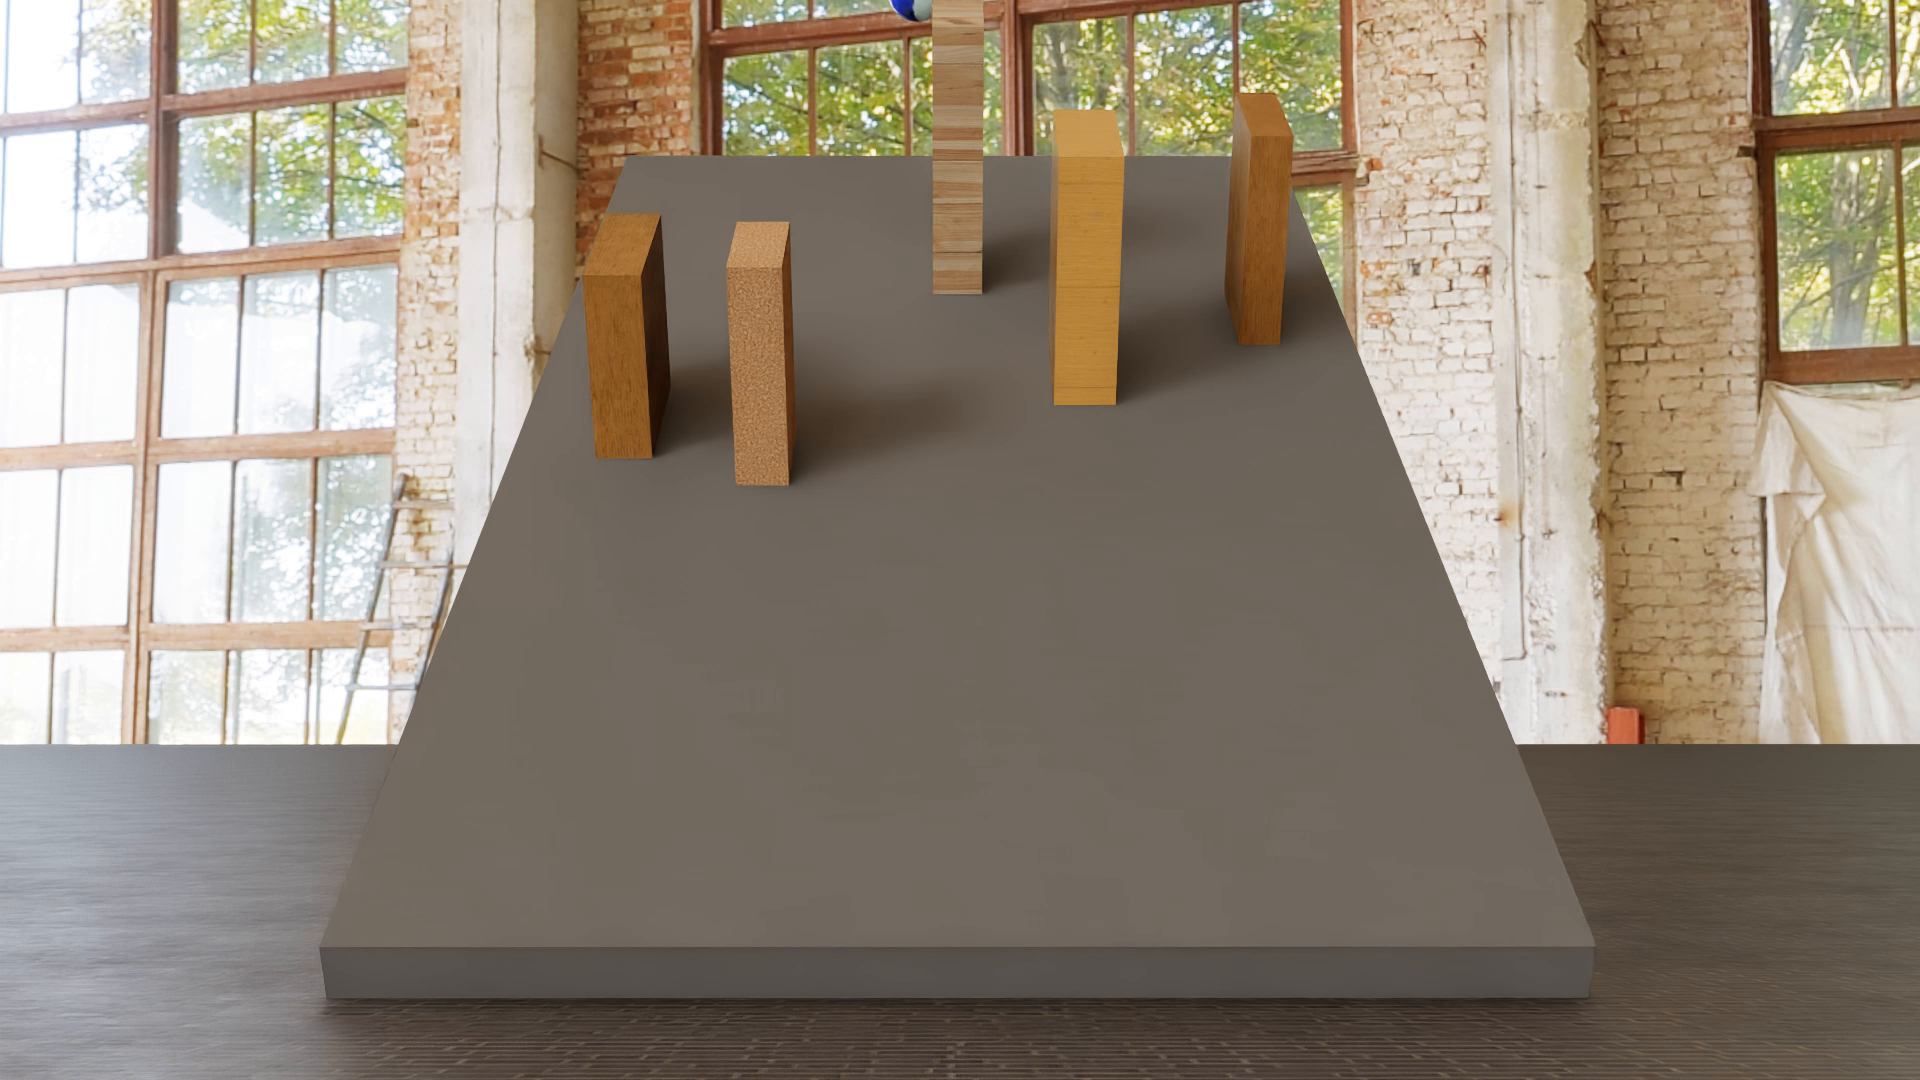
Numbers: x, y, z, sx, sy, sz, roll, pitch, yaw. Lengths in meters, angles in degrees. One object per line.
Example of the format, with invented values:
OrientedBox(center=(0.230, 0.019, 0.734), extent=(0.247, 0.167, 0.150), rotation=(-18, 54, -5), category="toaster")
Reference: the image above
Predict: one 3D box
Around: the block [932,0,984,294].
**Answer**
OrientedBox(center=(-0.006, -1.026, 6.194), extent=(0.129, 0.709, 0.279), rotation=(0, 27, 0), category="block")

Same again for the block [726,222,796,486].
OrientedBox(center=(-0.433, -0.410, 5.207), extent=(0.116, 0.506, 0.288), rotation=(0, 27, 0), category="block")

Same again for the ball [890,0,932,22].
OrientedBox(center=(-0.124, -1.621, 7.001), extent=(0.181, 0.181, 0.181), rotation=(0, -5, 0), category="ball")

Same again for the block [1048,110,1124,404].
OrientedBox(center=(0.294, -0.671, 5.612), extent=(0.146, 0.606, 0.363), rotation=(0, 27, 0), category="block")

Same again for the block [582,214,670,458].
OrientedBox(center=(-0.754, -0.469, 5.397), extent=(0.127, 0.435, 0.403), rotation=(0, 27, 0), category="block")

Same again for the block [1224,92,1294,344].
OrientedBox(center=(0.748, -0.811, 5.965), extent=(0.101, 0.538, 0.367), rotation=(0, 27, 0), category="block")

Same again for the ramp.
OrientedBox(center=(-0.011, -0.226, 5.516), extent=(2.000, 0.100, 4.000), rotation=(0, 27, 0), category="ramp")
